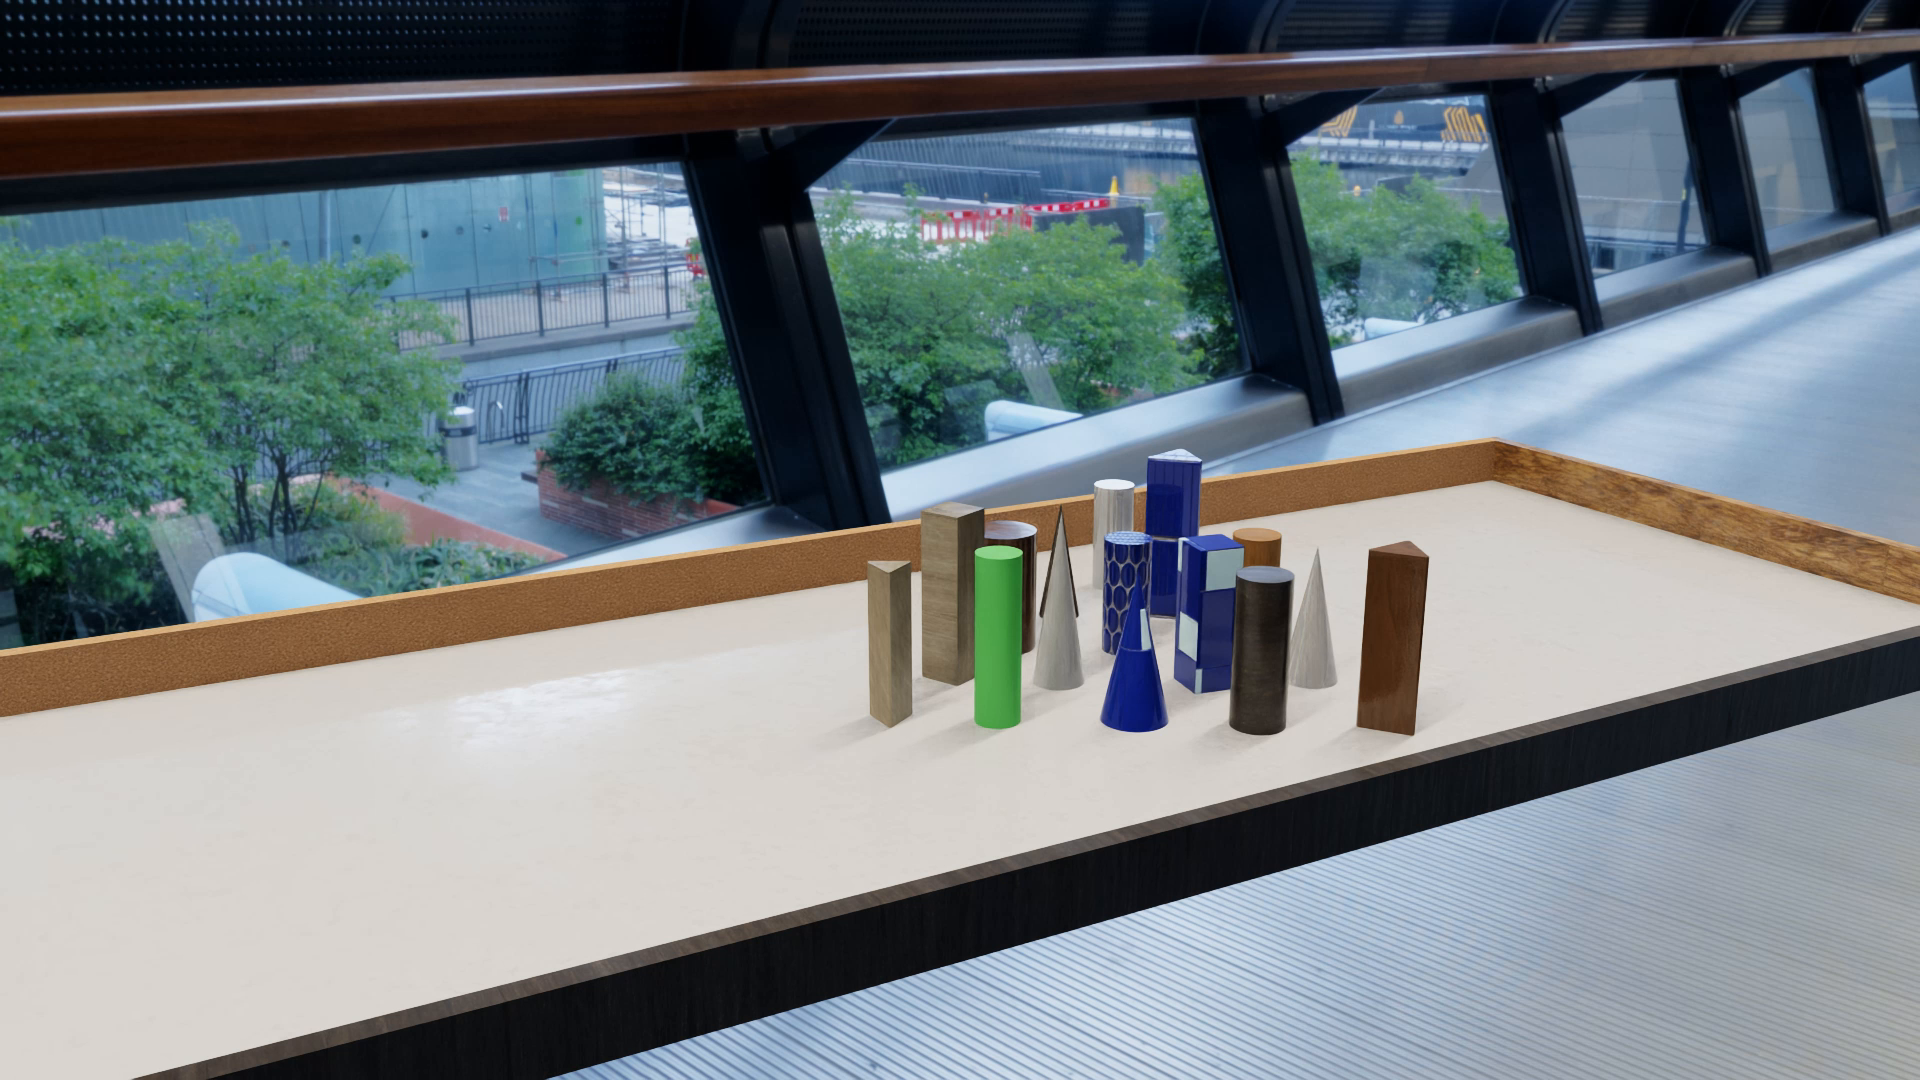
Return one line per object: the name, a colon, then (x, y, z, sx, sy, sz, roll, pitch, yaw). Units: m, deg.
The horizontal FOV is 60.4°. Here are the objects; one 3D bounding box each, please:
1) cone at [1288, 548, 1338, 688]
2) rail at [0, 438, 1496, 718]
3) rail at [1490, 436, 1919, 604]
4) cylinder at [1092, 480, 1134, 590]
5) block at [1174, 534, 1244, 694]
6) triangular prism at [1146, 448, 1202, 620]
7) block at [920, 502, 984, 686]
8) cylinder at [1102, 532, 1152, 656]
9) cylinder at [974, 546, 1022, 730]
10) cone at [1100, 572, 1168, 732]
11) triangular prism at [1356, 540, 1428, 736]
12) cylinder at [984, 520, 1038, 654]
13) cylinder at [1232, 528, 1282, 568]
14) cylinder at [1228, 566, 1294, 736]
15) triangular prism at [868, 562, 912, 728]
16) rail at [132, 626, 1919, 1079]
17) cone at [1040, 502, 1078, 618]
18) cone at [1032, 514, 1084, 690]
cone: (0.882, 0.182, 4.114, 0.141, 0.351, 0.141, 0, 16, 0)
rail: (-3.305, 0.497, 3.399, 12.000, 0.150, 0.050, -9, 18, -27)
rail: (2.466, -0.048, 5.253, 0.050, 0.150, 2.100, -9, 18, -27)
cylinder: (0.450, -0.014, 4.856, 0.117, 0.309, 0.117, 0, 16, 0)
block: (0.615, 0.182, 4.082, 0.118, 0.368, 0.118, -6, 17, -19)
triangular prism: (0.600, -0.017, 4.601, 0.146, 0.458, 0.126, 5, 17, 15)
block: (-0.017, 0.134, 4.127, 0.112, 0.436, 0.112, 12, 20, 35)
cylinder: (0.439, 0.141, 4.334, 0.126, 0.305, 0.126, 0, 16, 0)
cylinder: (0.089, 0.227, 3.846, 0.110, 0.414, 0.110, 0, 16, 0)
cone: (0.413, 0.248, 3.860, 0.164, 0.368, 0.164, 0, 16, 0)
triangular prism: (1.014, 0.223, 3.830, 0.132, 0.432, 0.115, 8, 18, 25)
cylinder: (0.113, 0.127, 4.358, 0.177, 0.319, 0.177, 0, 16, 0)
cylinder: (0.772, 0.137, 4.329, 0.126, 0.316, 0.126, 0, 16, 0)
cylinder: (0.699, 0.256, 3.827, 0.133, 0.370, 0.133, 0, 16, 0)
triangular prism: (-0.152, 0.239, 3.867, 0.086, 0.381, 0.100, -10, 19, -30)
rail: (-2.336, 1.006, 1.665, 12.000, 0.150, 0.050, -9, 18, -27)
cone: (0.279, 0.053, 4.594, 0.113, 0.328, 0.113, 0, 16, 0)
cone: (0.248, 0.143, 4.087, 0.131, 0.441, 0.131, 0, 16, 0)
